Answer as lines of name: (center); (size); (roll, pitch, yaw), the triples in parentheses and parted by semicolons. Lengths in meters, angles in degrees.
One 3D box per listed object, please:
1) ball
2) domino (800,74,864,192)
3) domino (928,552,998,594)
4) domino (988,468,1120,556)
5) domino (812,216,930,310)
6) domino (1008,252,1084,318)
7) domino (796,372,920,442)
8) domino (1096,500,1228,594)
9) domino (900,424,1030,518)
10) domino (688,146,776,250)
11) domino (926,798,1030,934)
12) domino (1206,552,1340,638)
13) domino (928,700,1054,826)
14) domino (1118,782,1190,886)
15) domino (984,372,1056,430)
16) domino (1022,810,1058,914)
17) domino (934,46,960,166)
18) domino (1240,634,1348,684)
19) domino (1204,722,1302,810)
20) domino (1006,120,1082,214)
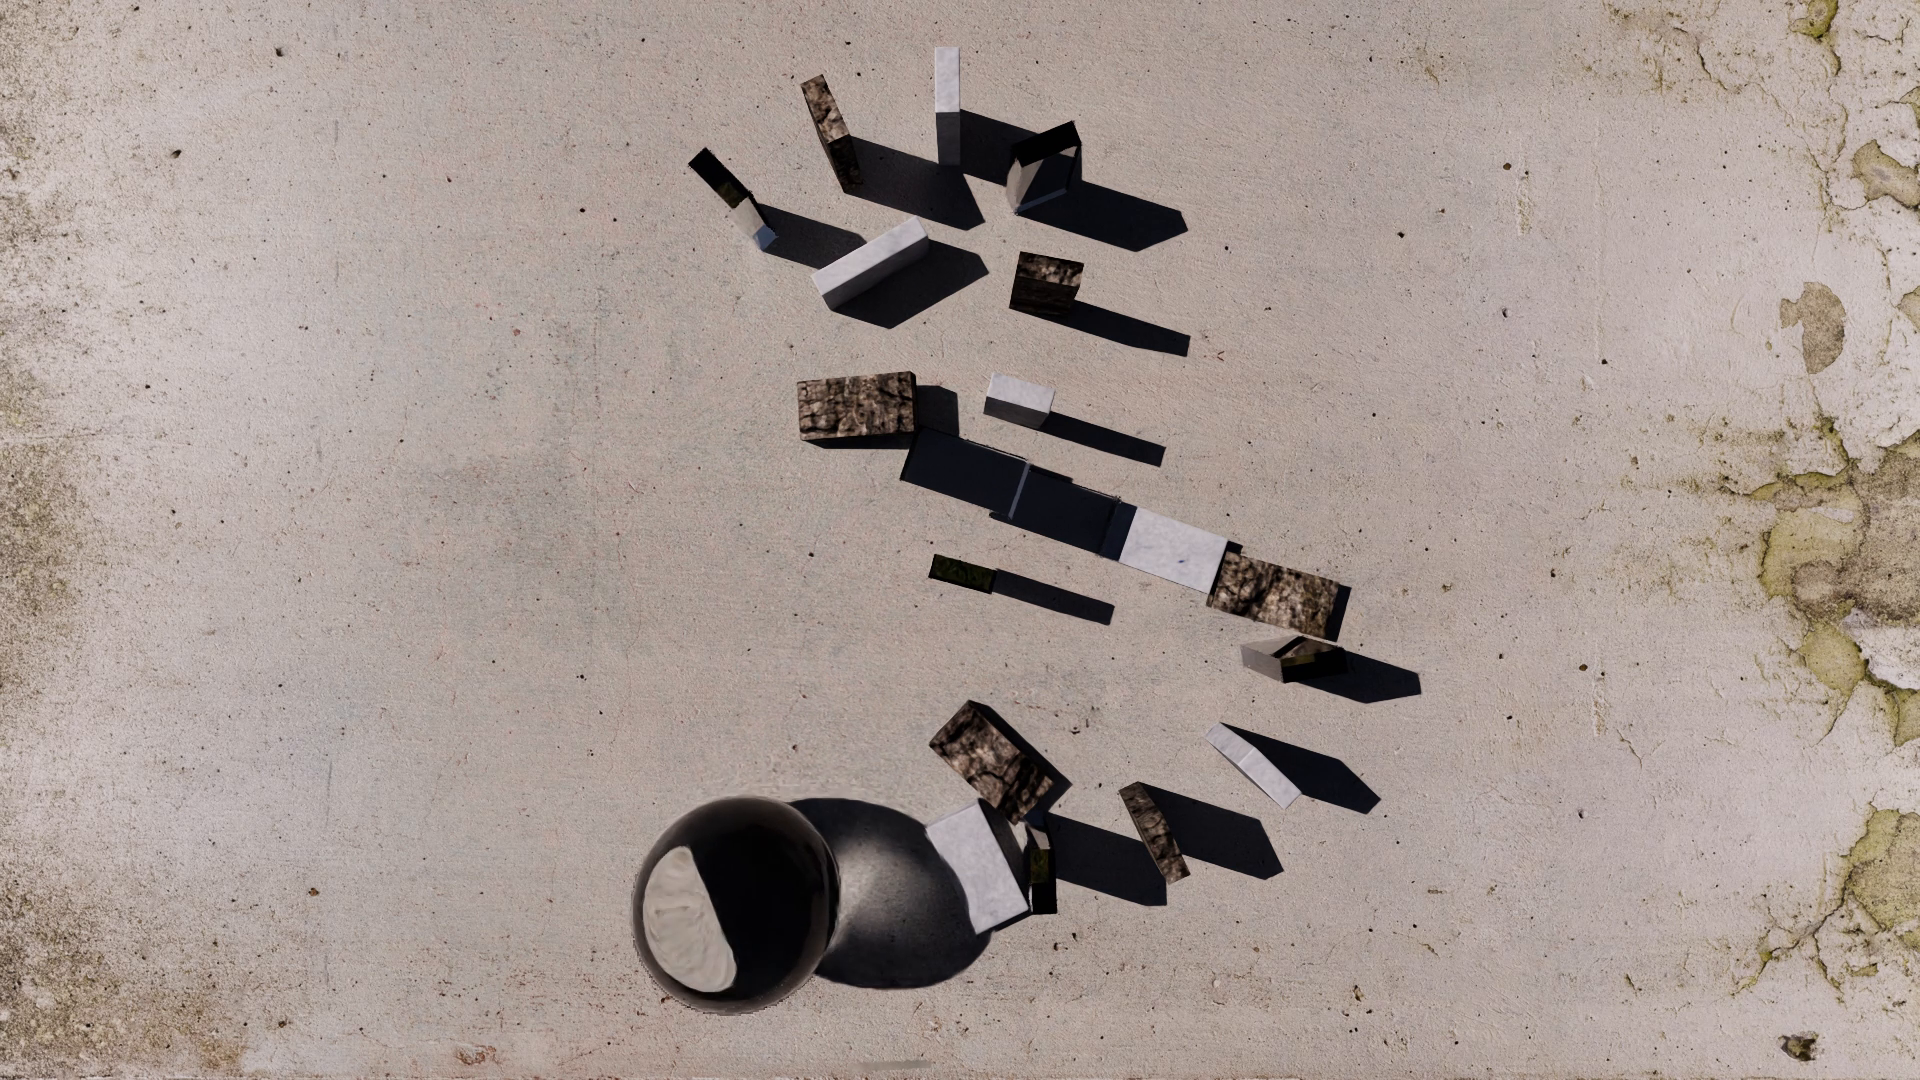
ball: (-0.087, 0.141, 0.360); (0.080, 0.080, 0.080); (0, 90, 0)
domino: (-0.052, -0.165, 0.375); (0.010, 0.050, 0.025); (-25, 90, 0)
domino: (0.001, 0.013, 0.375); (0.025, 0.050, 0.009); (15, 90, 0)
domino: (0.040, -0.013, 0.391); (0.050, 0.009, 0.025); (19, 90, 11)
domino: (-0.037, -0.116, 0.388); (0.050, 0.025, 0.009); (-30, 90, 0)
domino: (0.034, -0.103, 0.375); (0.025, 0.050, 0.009); (11, 90, 0)
domino: (-0.043, -0.057, 0.391); (0.050, 0.010, 0.025); (-3, 90, 11)
domino: (0.087, 0.003, 0.395); (0.050, 0.009, 0.025); (20, 90, 0)
domino: (0.002, -0.029, 0.390); (0.050, 0.009, 0.025); (19, 90, 13)
domino: (-0.092, -0.138, 0.375); (0.009, 0.050, 0.025); (-45, 90, 0)
domino: (0.008, 0.140, 0.395); (0.025, 0.009, 0.050); (-26, 90, 0)
domino: (0.135, 0.023, 0.395); (0.050, 0.009, 0.025); (15, 90, 0)
domino: (0.013, 0.096, 0.395); (0.050, 0.009, 0.025); (43, 90, 0)
domino: (0.079, 0.119, 0.375); (0.009, 0.050, 0.025); (-26, 90, 0)
domino: (0.023, -0.056, 0.375); (0.025, 0.050, 0.010); (16, 90, 0)
domino: (0.032, 0.131, 0.375); (0.009, 0.050, 0.025); (-2, 90, 0)
domino: (-0.005, -0.176, 0.375); (0.010, 0.050, 0.025); (0, 90, 0)
domino: (0.135, 0.048, 0.375); (0.025, 0.050, 0.010); (-10, 90, 0)
domino: (0.118, 0.091, 0.375); (0.025, 0.050, 0.009); (44, 90, 0)
domino: (0.033, -0.151, 0.375); (0.025, 0.050, 0.009); (-22, 90, 0)
